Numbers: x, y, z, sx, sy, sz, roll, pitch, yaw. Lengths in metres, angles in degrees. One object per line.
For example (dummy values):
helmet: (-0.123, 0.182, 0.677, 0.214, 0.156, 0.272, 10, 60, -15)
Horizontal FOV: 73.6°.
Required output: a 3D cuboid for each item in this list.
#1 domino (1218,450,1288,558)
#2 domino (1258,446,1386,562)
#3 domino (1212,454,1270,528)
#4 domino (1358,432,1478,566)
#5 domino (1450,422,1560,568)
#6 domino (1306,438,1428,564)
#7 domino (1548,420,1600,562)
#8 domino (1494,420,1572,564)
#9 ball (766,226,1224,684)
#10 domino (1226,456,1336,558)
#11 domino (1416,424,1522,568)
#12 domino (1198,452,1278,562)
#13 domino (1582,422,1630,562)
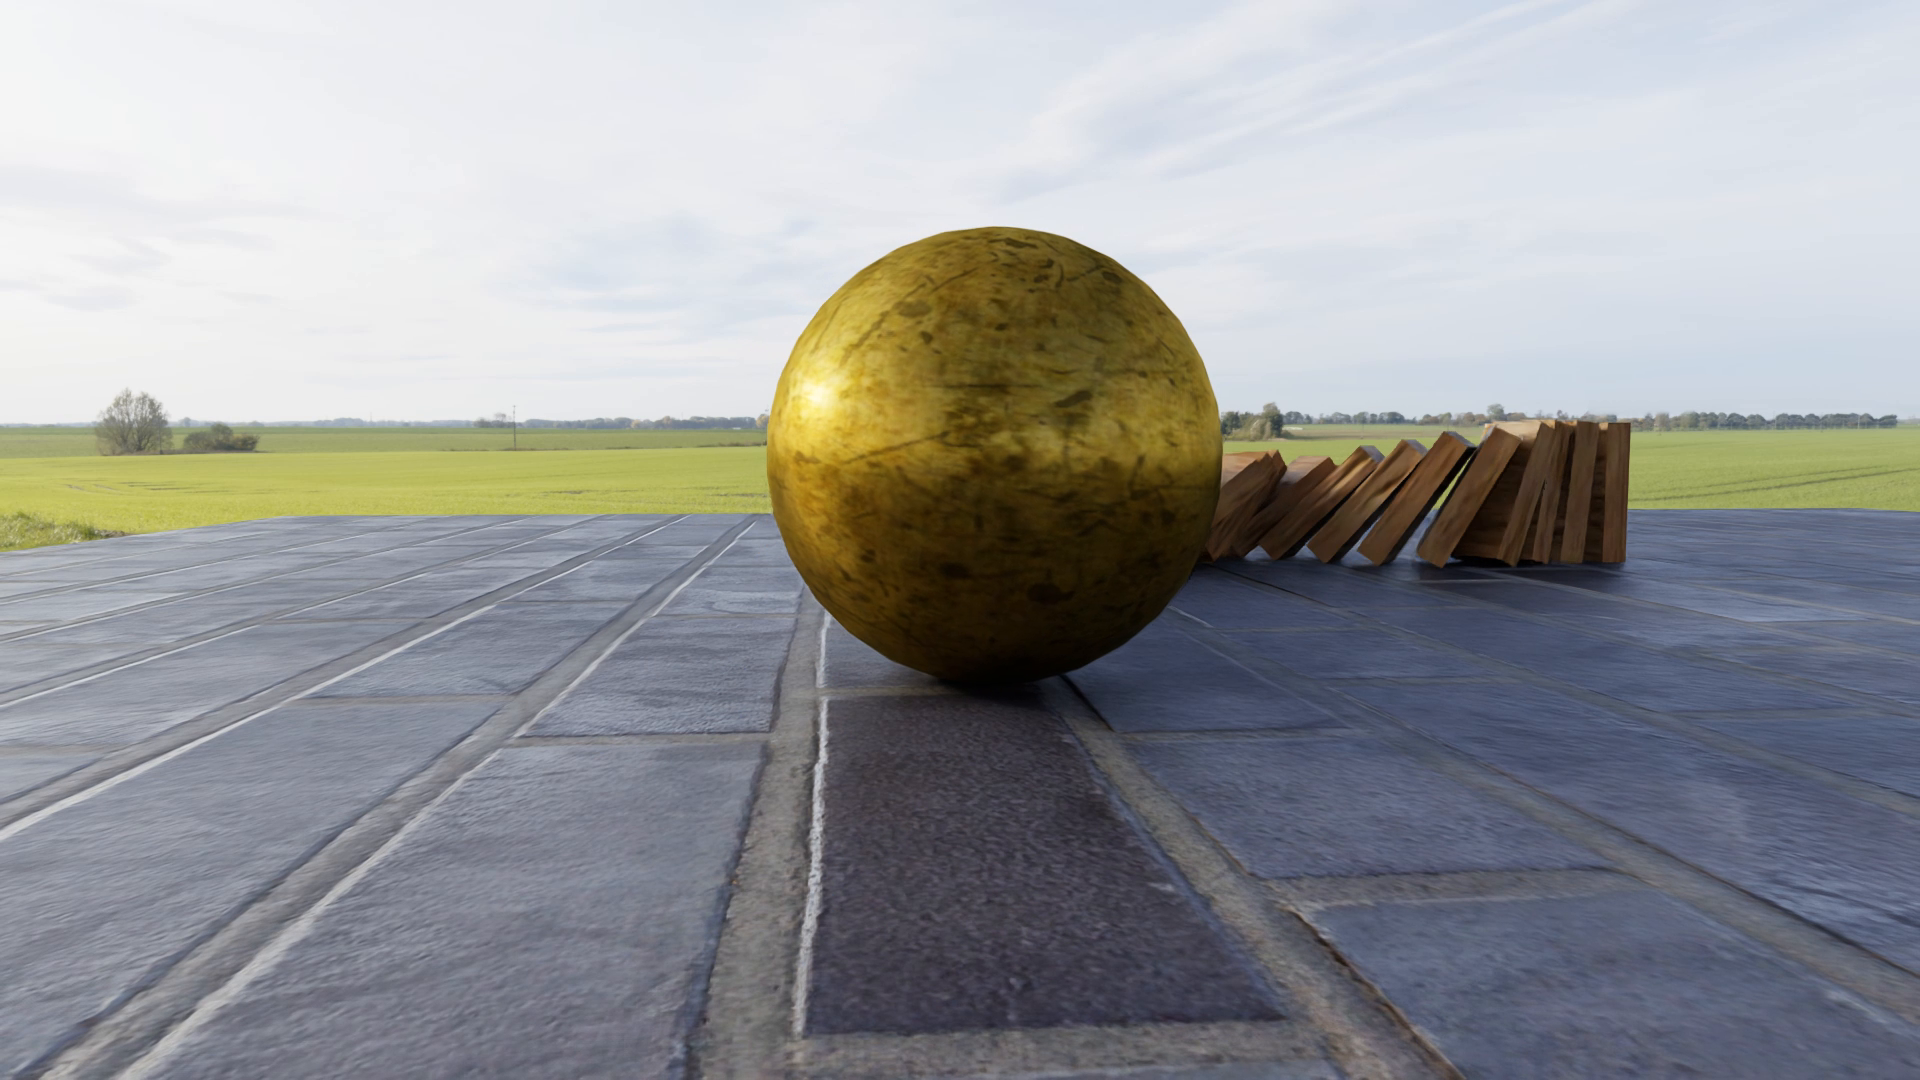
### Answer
domino: (0.100, -0.014, 0.483, 0.025, 0.009, 0.050, -1, 41, 51)
domino: (0.133, -0.013, 0.467, 0.050, 0.009, 0.025, -47, -18, 23)
domino: (0.081, -0.011, 0.450, 0.050, 0.009, 0.025, -38, 17, -10)
domino: (0.161, -0.015, 0.450, 0.009, 0.050, 0.025, 39, 21, 21)
domino: (0.191, -0.016, 0.453, 0.009, 0.050, 0.025, 21, -4, -22)
domino: (0.147, -0.014, 0.459, 0.010, 0.050, 0.025, 46, 23, 19)
domino: (0.217, -0.018, 0.468, 0.009, 0.050, 0.025, 5, 3, -16)
domino: (0.203, -0.018, 0.464, 0.009, 0.050, 0.025, 12, -2, -31)
ball: (0.006, -0.015, 0.228, 0.080, 0.080, 0.080, 0, 4, 0)
domino: (0.119, -0.013, 0.488, 0.050, 0.009, 0.025, -38, 10, -6)
domino: (0.176, -0.015, 0.445, 0.009, 0.050, 0.025, 31, 15, 14)
domino: (0.092, -0.012, 0.467, 0.025, 0.009, 0.050, 1, 42, 48)
domino: (0.233, -0.018, 0.472, 0.009, 0.050, 0.025, -1, 4, -12)
